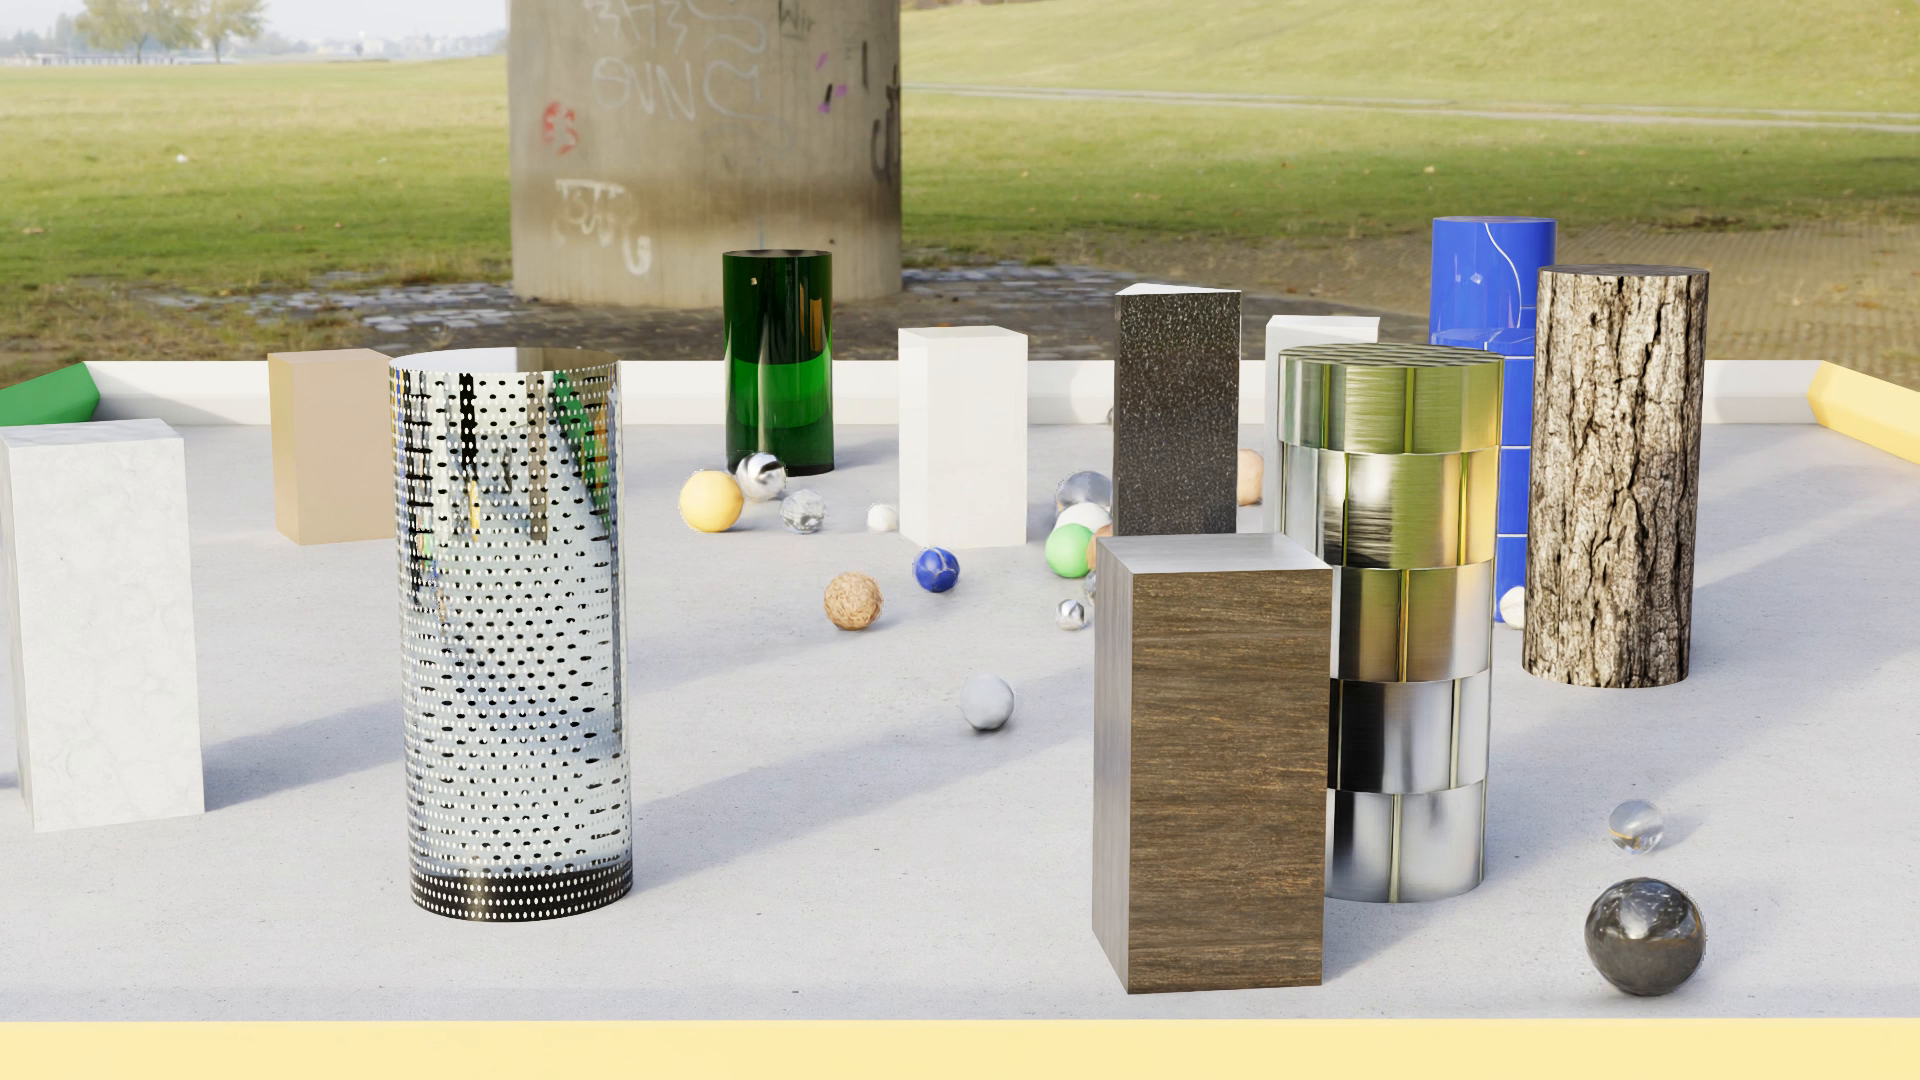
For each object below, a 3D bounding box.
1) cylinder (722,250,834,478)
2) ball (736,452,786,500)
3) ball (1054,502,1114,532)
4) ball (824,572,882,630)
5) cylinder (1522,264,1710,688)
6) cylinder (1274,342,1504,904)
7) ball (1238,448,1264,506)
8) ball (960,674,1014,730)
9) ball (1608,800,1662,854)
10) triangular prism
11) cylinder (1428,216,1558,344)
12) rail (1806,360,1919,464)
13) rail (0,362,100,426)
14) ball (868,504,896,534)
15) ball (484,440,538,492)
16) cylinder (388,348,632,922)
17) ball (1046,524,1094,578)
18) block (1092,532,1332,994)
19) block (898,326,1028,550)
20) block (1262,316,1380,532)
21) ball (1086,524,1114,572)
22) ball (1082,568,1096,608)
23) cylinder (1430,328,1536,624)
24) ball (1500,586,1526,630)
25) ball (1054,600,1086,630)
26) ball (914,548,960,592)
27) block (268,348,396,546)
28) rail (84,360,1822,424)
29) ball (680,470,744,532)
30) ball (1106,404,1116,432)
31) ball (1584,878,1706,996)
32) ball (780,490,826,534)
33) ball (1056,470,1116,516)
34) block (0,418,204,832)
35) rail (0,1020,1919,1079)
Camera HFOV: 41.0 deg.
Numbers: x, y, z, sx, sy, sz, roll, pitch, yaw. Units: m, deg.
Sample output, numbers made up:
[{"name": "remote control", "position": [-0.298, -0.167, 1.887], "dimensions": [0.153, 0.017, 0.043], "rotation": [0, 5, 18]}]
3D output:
[{"name": "cylinder", "position": [-0.328, -0.323, 4.649], "dimensions": [0.198, 0.393, 0.198], "rotation": [0, 10, 0]}, {"name": "ball", "position": [-0.336, -0.108, 4.338], "dimensions": [0.083, 0.083, 0.083], "rotation": [0, 10, 0]}, {"name": "ball", "position": [0.185, -0.008, 3.768], "dimensions": [0.094, 0.094, 0.094], "rotation": [0, 10, 0]}, {"name": "ball", "position": [-0.141, 0.080, 3.344], "dimensions": [0.076, 0.076, 0.076], "rotation": [0, 10, 0]}, {"name": "cylinder", "position": [0.787, -0.081, 3.089], "dimensions": [0.198, 0.487, 0.198], "rotation": [0, 10, 0]}, {"name": "cylinder", "position": [0.381, 0.069, 2.312], "dimensions": [0.198, 0.474, 0.198], "rotation": [0, 10, 0]}, {"name": "ball", "position": [0.472, -0.105, 4.286], "dimensions": [0.097, 0.097, 0.097], "rotation": [0, 10, 0]}, {"name": "ball", "position": [0.030, 0.180, 2.846], "dimensions": [0.061, 0.061, 0.061], "rotation": [0, 10, 0]}, {"name": "ball", "position": [0.632, 0.268, 2.401], "dimensions": [0.049, 0.049, 0.049], "rotation": [0, 10, 0]}, {"name": "triangular prism", "position": [0.261, -0.113, 3.392], "dimensions": [0.171, 0.439, 0.148], "rotation": [-3, 11, -16]}, {"name": "cylinder", "position": [0.862, -0.280, 4.176], "dimensions": [0.198, 0.481, 0.198], "rotation": [0, 10, 0]}, {"name": "rail", "position": [1.757, 0.031, 3.459], "dimensions": [0.045, 0.128, 3.689], "rotation": [0, 10, 0]}, {"name": "rail", "position": [-1.757, 0.035, 3.439], "dimensions": [0.045, 0.128, 3.689], "rotation": [0, 10, 0]}, {"name": "ball", "position": [-0.123, -0.034, 4.040], "dimensions": [0.047, 0.047, 0.047], "rotation": [0, 10, 0]}, {"name": "ball", "position": [-0.776, -0.128, 4.434], "dimensions": [0.090, 0.090, 0.090], "rotation": [0, 10, 0]}, {"name": "cylinder", "position": [-0.393, 0.078, 2.261], "dimensions": [0.198, 0.475, 0.198], "rotation": [0, 10, 0]}, {"name": "ball", "position": [0.162, 0.015, 3.685], "dimensions": [0.079, 0.079, 0.079], "rotation": [0, 10, 0]}, {"name": "block", "position": [0.201, 0.177, 2.092], "dimensions": [0.158, 0.341, 0.158], "rotation": [-1, 11, -7]}, {"name": "block", "position": [0.004, -0.161, 3.967], "dimensions": [0.158, 0.323, 0.158], "rotation": [-3, 11, -17]}, {"name": "block", "position": [0.533, -0.145, 3.789], "dimensions": [0.158, 0.357, 0.158], "rotation": [2, 11, 10]}, {"name": "ball", "position": [0.223, 0.021, 3.627], "dimensions": [0.090, 0.090, 0.090], "rotation": [0, 10, 0]}, {"name": "ball", "position": [0.196, 0.066, 3.465], "dimensions": [0.061, 0.061, 0.061], "rotation": [0, 10, 0]}, {"name": "cylinder", "position": [0.728, -0.091, 3.455], "dimensions": [0.198, 0.371, 0.198], "rotation": [0, 10, 0]}, {"name": "ball", "position": [0.735, 0.088, 3.353], "dimensions": [0.057, 0.057, 0.057], "rotation": [0, 10, 0]}, {"name": "ball", "position": [0.142, 0.098, 3.345], "dimensions": [0.041, 0.041, 0.041], "rotation": [0, 10, 0]}, {"name": "ball", "position": [-0.032, 0.042, 3.584], "dimensions": [0.064, 0.064, 0.064], "rotation": [0, 10, 0]}, {"name": "block", "position": [-0.979, -0.148, 4.014], "dimensions": [0.158, 0.281, 0.158], "rotation": [-5, 12, -27]}, {"name": "rail", "position": [-0.010, -0.298, 5.239], "dimensions": [3.562, 0.128, 0.045], "rotation": [0, 10, 0]}, {"name": "ball", "position": [-0.391, -0.061, 4.043], "dimensions": [0.099, 0.099, 0.099], "rotation": [0, 10, 0]}, {"name": "ball", "position": [0.326, -0.244, 5.123], "dimensions": [0.066, 0.066, 0.066], "rotation": [0, 10, 0]}, {"name": "ball", "position": [0.543, 0.314, 2.035], "dimensions": [0.093, 0.093, 0.093], "rotation": [0, 10, 0]}, {"name": "ball", "position": [-0.246, -0.045, 4.032], "dimensions": [0.071, 0.071, 0.071], "rotation": [0, 10, 0]}, {"name": "ball", "position": [0.201, -0.060, 4.041], "dimensions": [0.098, 0.098, 0.098], "rotation": [0, 10, 0]}, {"name": "block", "position": [-0.850, 0.079, 2.534], "dimensions": [0.158, 0.373, 0.158], "rotation": [-5, 12, -25]}, {"name": "rail", "position": [0.010, 0.365, 1.658], "dimensions": [3.562, 0.128, 0.045], "rotation": [0, 10, 0]}]
